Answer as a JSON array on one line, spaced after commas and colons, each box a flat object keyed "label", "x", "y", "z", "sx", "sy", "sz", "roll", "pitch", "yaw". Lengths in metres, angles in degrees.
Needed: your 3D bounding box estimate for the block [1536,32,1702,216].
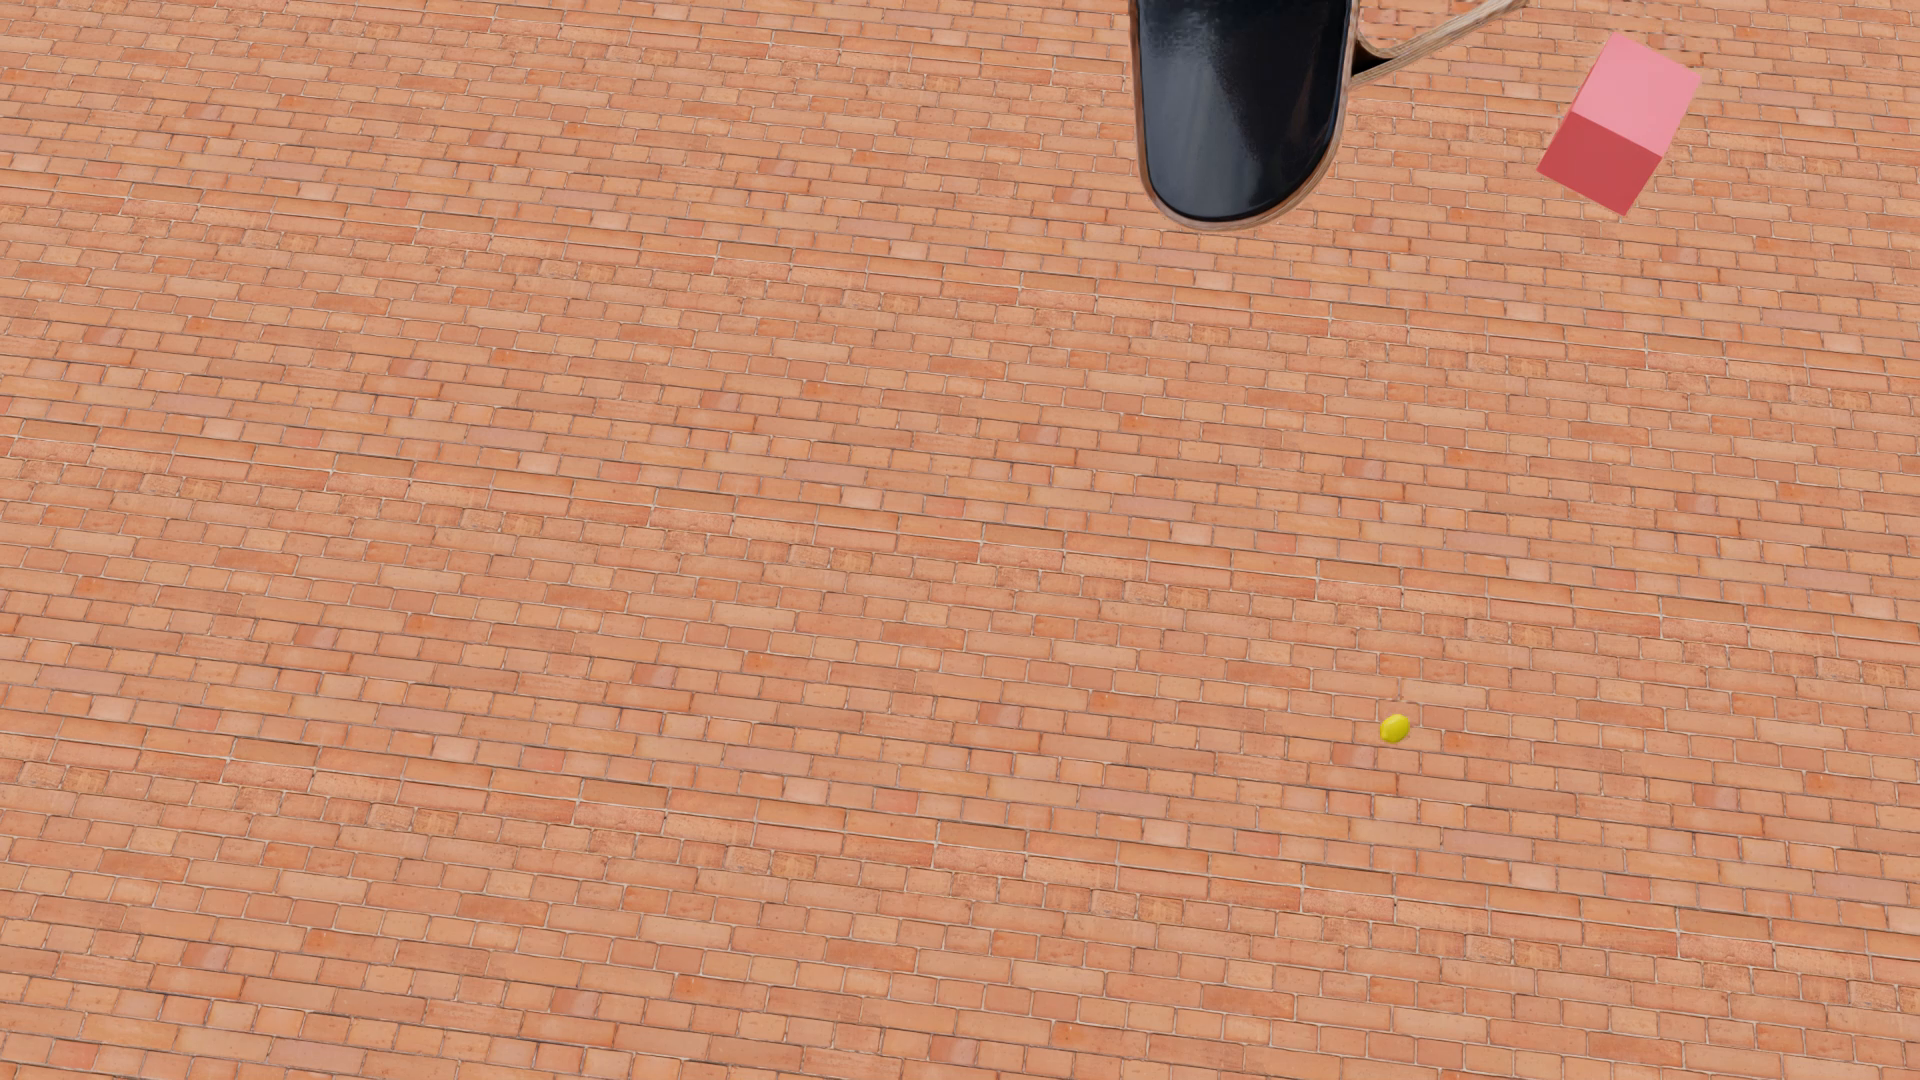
[{"label": "block", "x": 1.335, "y": -0.844, "z": 4.455, "sx": 0.199, "sy": 0.176, "sz": 0.276, "roll": 29, "pitch": 56, "yaw": 7}]
